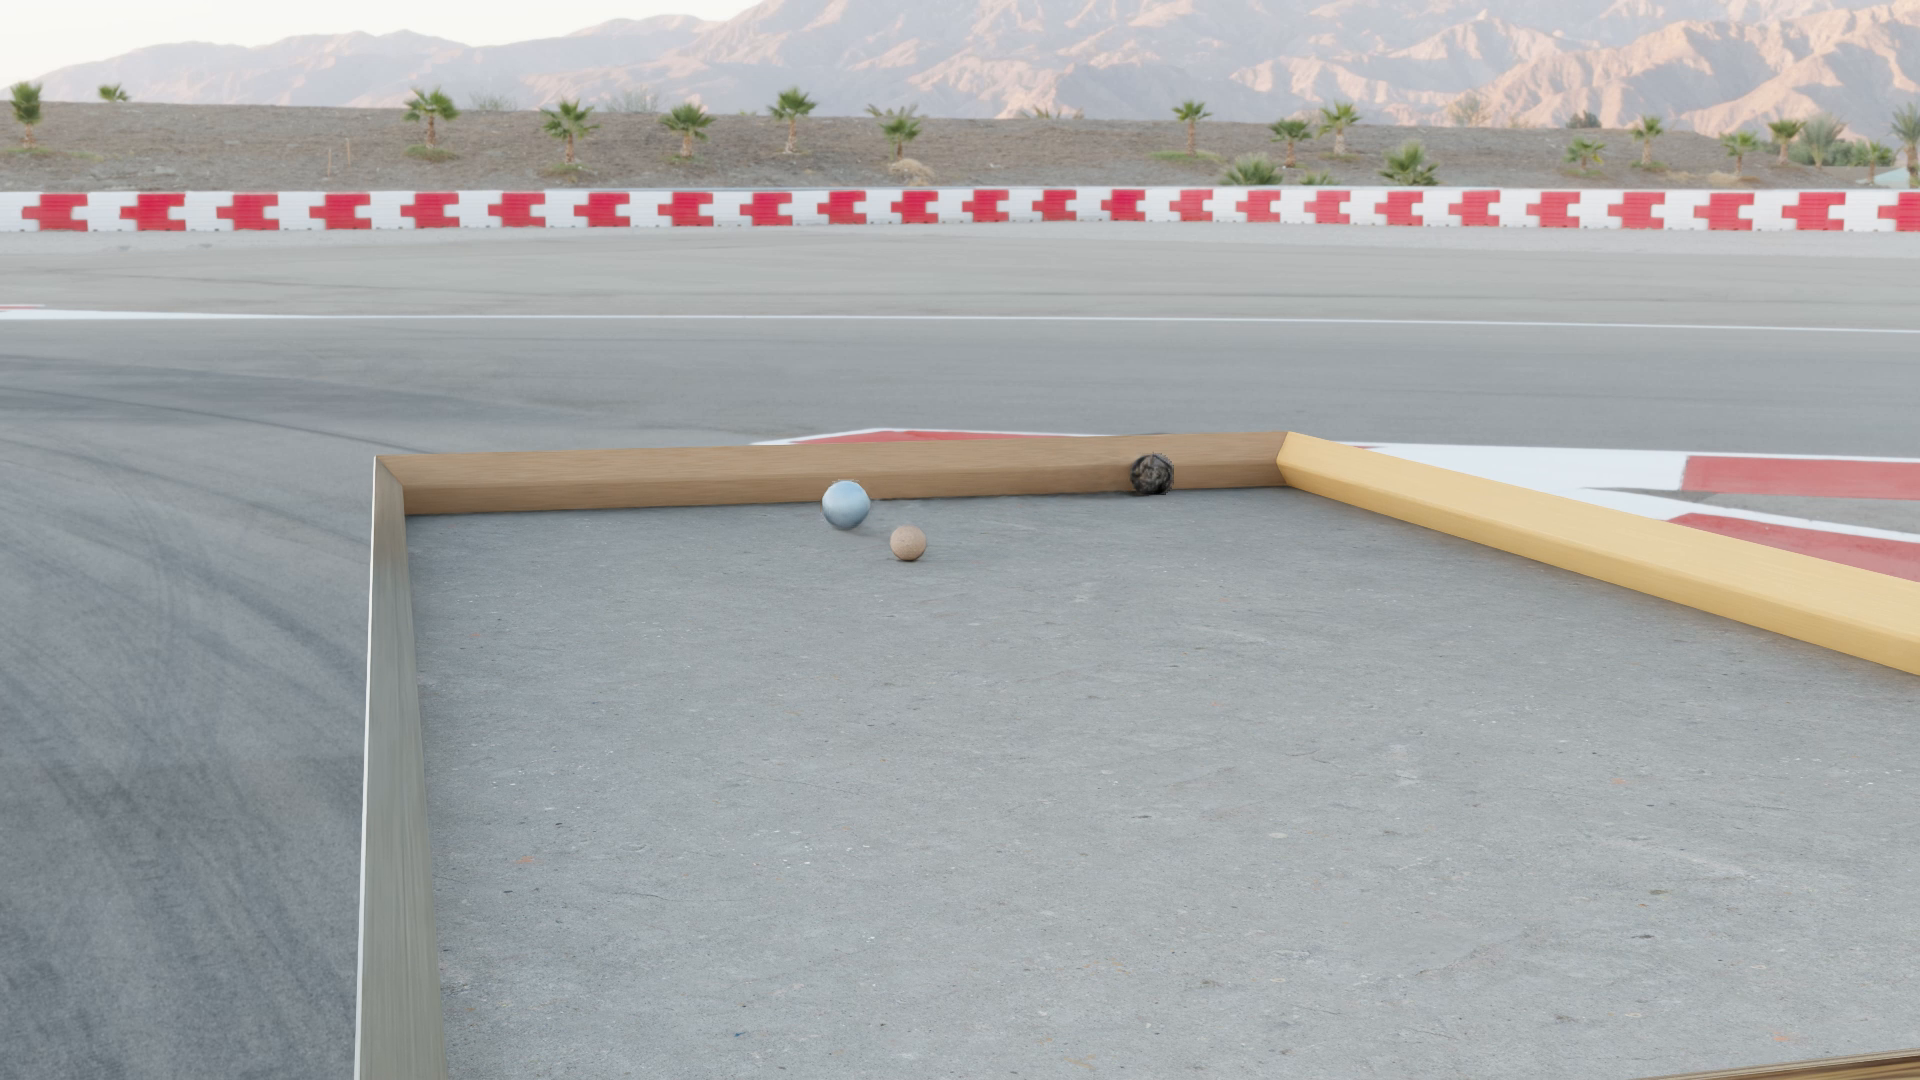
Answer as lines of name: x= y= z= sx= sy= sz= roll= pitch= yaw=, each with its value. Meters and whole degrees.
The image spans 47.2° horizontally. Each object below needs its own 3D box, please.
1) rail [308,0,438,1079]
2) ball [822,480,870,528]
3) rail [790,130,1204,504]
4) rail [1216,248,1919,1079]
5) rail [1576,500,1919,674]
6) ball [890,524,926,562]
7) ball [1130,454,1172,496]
rail: x=-0.624 y=0.119 z=2.391 sx=0.104 sy=3.037 sz=0.045 roll=-2 pitch=9 yaw=-14
ball: x=-0.191 y=-0.059 z=3.674 sx=0.080 sy=0.080 sz=0.080 roll=0 pitch=8 yaw=0
rail: x=-0.189 y=-0.126 z=4.038 sx=1.712 sy=0.104 sz=0.045 roll=-45 pitch=16 yaw=-5
rail: x=0.571 y=0.305 z=1.147 sx=1.712 sy=0.104 sz=0.045 roll=43 pitch=-4 yaw=-16
rail: x=0.997 y=0.059 z=2.800 sx=0.045 sy=0.104 sz=3.037 roll=-2 pitch=9 yaw=-14
ball: x=-0.078 y=0.004 z=3.337 sx=0.056 sy=0.056 sz=0.056 roll=0 pitch=8 yaw=0
ball: x=0.357 y=-0.122 z=4.104 sx=0.078 sy=0.078 sz=0.078 roll=0 pitch=8 yaw=0
